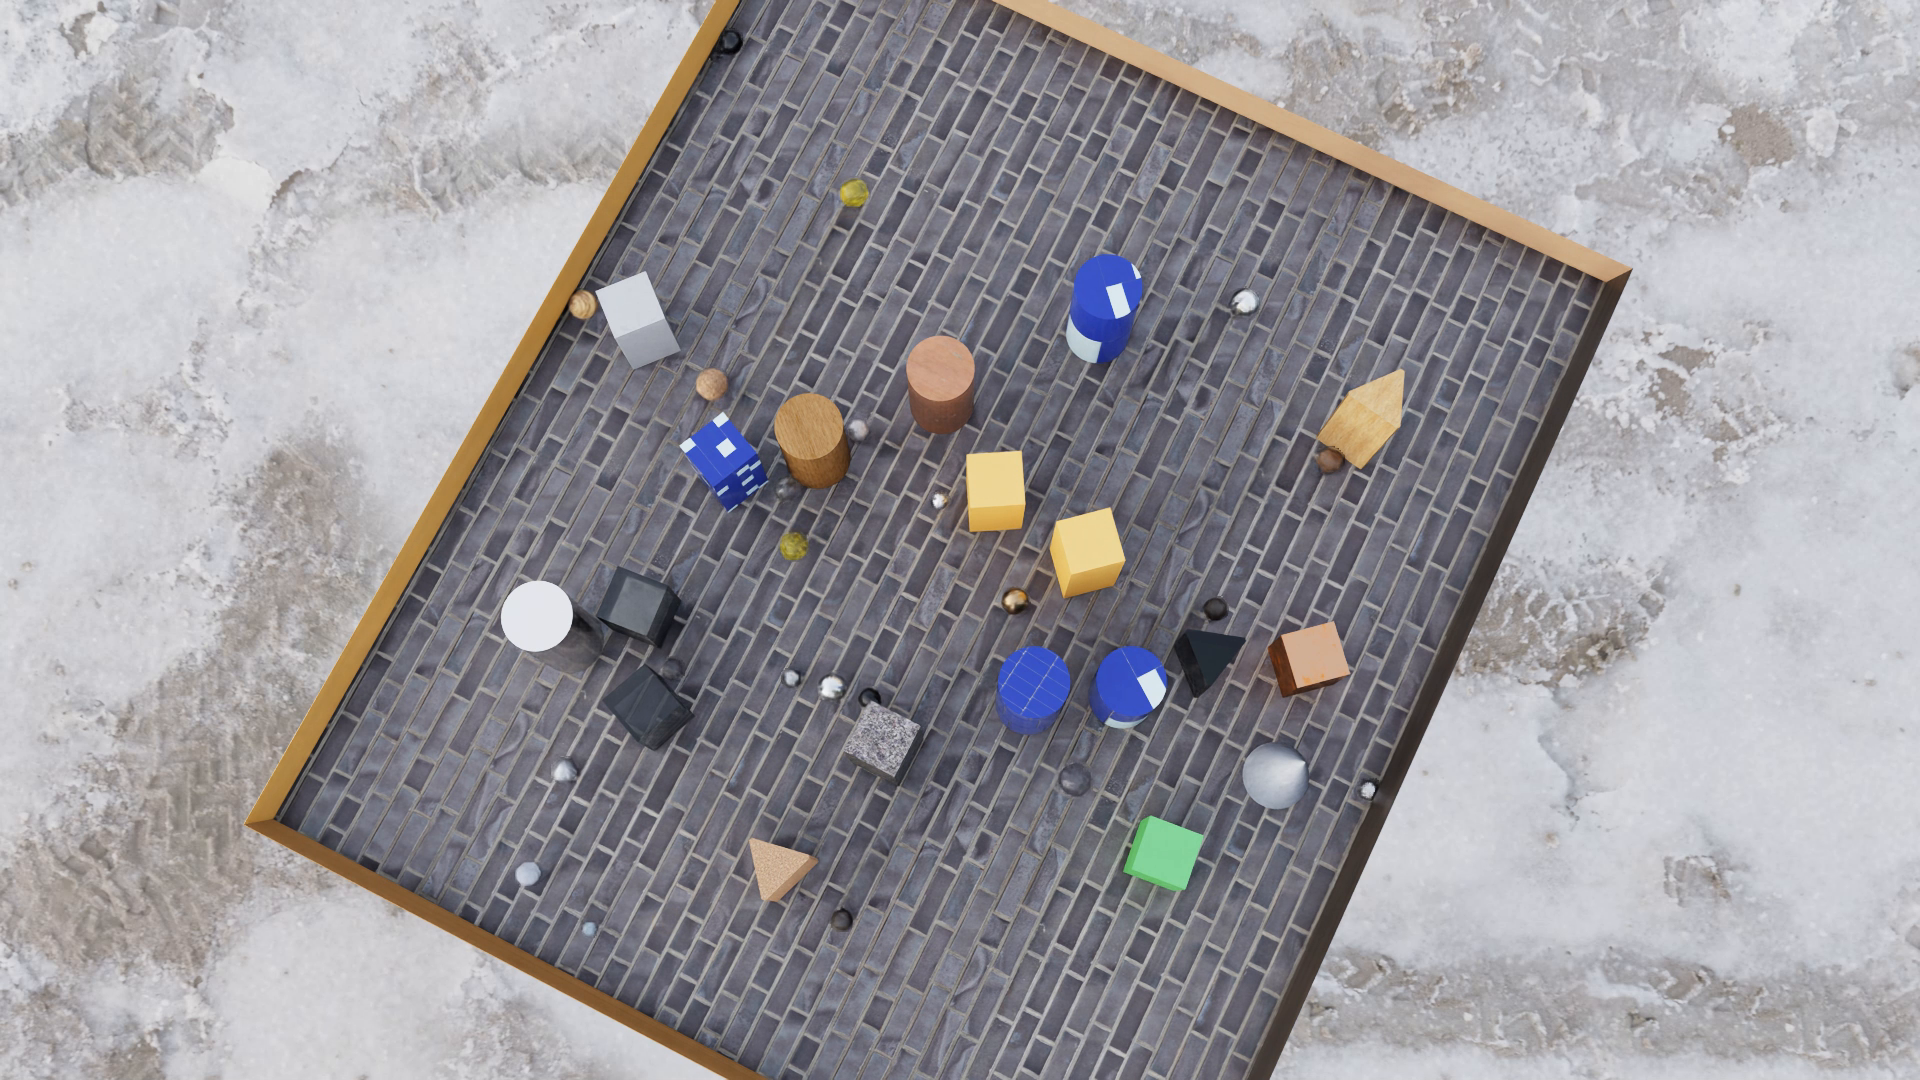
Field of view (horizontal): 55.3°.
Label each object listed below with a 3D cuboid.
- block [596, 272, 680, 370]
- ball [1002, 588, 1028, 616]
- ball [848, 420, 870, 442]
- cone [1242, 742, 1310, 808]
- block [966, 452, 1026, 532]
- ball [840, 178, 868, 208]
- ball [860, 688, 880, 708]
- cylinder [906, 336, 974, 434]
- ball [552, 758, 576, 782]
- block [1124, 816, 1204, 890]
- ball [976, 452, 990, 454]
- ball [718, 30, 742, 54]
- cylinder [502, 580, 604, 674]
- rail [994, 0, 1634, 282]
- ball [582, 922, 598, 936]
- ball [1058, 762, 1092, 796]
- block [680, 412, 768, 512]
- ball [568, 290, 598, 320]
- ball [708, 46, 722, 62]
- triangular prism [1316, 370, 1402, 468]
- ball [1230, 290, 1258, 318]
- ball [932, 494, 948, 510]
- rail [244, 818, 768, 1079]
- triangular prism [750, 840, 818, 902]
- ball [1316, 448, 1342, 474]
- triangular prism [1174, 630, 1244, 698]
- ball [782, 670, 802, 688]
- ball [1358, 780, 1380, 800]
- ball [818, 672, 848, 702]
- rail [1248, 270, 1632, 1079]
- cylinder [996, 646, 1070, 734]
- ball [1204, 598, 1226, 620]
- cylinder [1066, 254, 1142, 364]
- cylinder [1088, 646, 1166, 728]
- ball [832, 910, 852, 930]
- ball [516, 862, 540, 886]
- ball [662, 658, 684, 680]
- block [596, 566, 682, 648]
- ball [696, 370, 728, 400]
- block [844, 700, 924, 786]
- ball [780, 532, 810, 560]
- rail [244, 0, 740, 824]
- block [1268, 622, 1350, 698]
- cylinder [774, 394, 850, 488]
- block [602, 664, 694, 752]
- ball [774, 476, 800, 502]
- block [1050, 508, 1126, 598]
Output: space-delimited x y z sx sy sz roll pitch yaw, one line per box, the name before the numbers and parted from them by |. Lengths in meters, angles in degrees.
block | -0.979 -0.666 5.593 0.159 0.316 0.159 -23 79 -5
ball | 0.166 0.186 5.536 0.082 0.082 0.082 0 78 0
ball | -0.313 -0.337 5.652 0.067 0.067 0.067 0 78 0
cone | 0.943 0.655 5.239 0.199 0.473 0.199 0 78 0
block | 0.104 -0.142 5.474 0.159 0.336 0.159 -4 78 -1
ball | -0.335 -1.098 5.798 0.089 0.089 0.089 0 78 0
ball | -0.269 0.475 5.485 0.065 0.065 0.065 0 78 0
cylinder | -0.057 -0.463 5.523 0.199 0.371 0.199 0 78 0
ball | -1.173 0.685 5.439 0.070 0.070 0.070 0 78 0
block | 0.584 0.906 5.285 0.159 0.282 0.159 20 79 4
ball | 0.068 -0.233 5.624 0.080 0.080 0.080 0 78 0
ball | -0.742 -1.605 5.909 0.077 0.077 0.077 0 78 0
cylinder | -1.178 0.258 5.328 0.199 0.460 0.199 0 78 0
rail | 0.745 -1.453 5.850 2.960 0.129 0.045 26 80 5
ball | -1.082 1.137 5.360 0.042 0.042 0.042 0 78 0
ball | 0.340 0.710 5.419 0.100 0.100 0.100 0 78 0
block | -0.702 -0.227 5.487 0.159 0.347 0.159 -39 81 -7
ball | -1.176 -0.733 5.723 0.090 0.090 0.090 0 78 0
ball | -0.792 -1.570 5.918 0.046 0.046 0.046 0 78 0
triangular prism | 1.218 -0.378 5.448 0.173 0.484 0.150 36 81 7
ball | 0.886 -0.737 5.723 0.091 0.091 0.091 0 78 0
ball | -0.063 -0.118 5.615 0.051 0.051 0.051 0 78 0
rail | -0.745 1.466 5.246 2.960 0.129 0.045 26 80 5
triangular prism | -0.533 0.919 5.254 0.173 0.338 0.150 -43 81 -8
ball | 1.135 -0.243 5.628 0.077 0.077 0.077 0 78 0
triangular prism | 0.707 0.334 5.395 0.150 0.299 0.173 38 81 7
ball | -0.504 0.416 5.502 0.056 0.056 0.056 0 78 0
ball | 1.212 0.742 5.431 0.062 0.062 0.062 0 78 0
ball | -0.382 0.441 5.480 0.088 0.088 0.088 0 78 0
rail | 1.302 0.645 5.416 0.045 0.129 3.380 26 80 5
cylinder | 0.205 0.440 5.286 0.199 0.470 0.199 0 78 0
ball | 0.771 0.209 5.538 0.069 0.069 0.069 0 78 0
cylinder | 0.431 -0.693 5.541 0.199 0.430 0.199 0 78 0
cylinder | 0.486 0.434 5.352 0.199 0.342 0.199 0 78 0
ball | -0.345 1.110 5.355 0.062 0.062 0.062 0 78 0
ball | -1.268 0.979 5.379 0.069 0.069 0.069 0 78 0
ball | -0.864 0.387 5.504 0.063 0.063 0.063 0 78 0
block | -0.951 0.203 5.443 0.159 0.259 0.159 21 79 4
ball | -0.766 -0.480 5.667 0.096 0.096 0.096 0 78 0
block | -0.217 0.592 5.295 0.159 0.390 0.159 27 80 5
ball | -0.502 0.018 5.569 0.087 0.087 0.087 0 78 0
rail | -1.302 -0.631 5.680 0.045 0.129 3.380 26 80 5
block | 1.028 0.356 5.417 0.159 0.246 0.159 -15 79 -3
cylinder | -0.438 -0.292 5.488 0.199 0.370 0.199 0 78 0
block | -0.908 0.493 5.364 0.159 0.295 0.159 -41 81 -8
ball | -0.528 -0.155 5.608 0.079 0.079 0.079 0 78 0
block | 0.372 0.043 5.405 0.159 0.396 0.159 -14 79 -3
